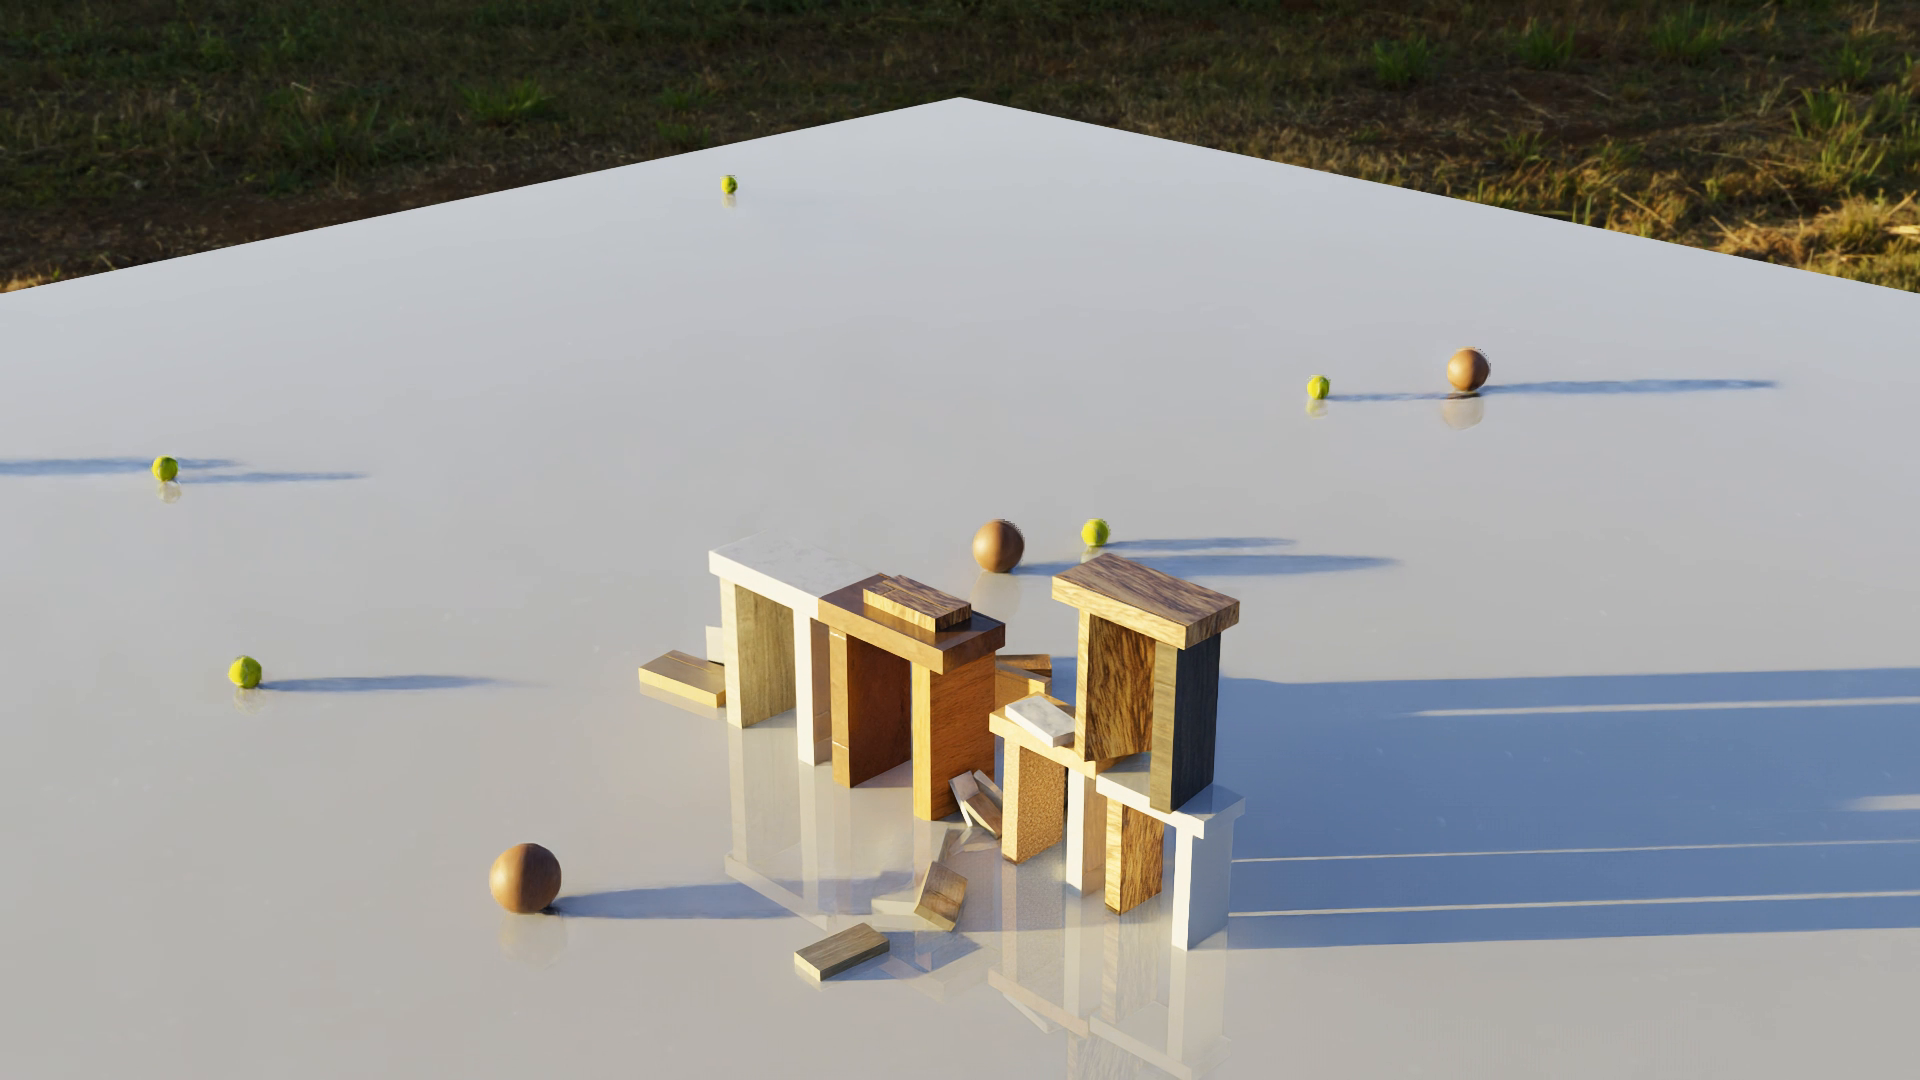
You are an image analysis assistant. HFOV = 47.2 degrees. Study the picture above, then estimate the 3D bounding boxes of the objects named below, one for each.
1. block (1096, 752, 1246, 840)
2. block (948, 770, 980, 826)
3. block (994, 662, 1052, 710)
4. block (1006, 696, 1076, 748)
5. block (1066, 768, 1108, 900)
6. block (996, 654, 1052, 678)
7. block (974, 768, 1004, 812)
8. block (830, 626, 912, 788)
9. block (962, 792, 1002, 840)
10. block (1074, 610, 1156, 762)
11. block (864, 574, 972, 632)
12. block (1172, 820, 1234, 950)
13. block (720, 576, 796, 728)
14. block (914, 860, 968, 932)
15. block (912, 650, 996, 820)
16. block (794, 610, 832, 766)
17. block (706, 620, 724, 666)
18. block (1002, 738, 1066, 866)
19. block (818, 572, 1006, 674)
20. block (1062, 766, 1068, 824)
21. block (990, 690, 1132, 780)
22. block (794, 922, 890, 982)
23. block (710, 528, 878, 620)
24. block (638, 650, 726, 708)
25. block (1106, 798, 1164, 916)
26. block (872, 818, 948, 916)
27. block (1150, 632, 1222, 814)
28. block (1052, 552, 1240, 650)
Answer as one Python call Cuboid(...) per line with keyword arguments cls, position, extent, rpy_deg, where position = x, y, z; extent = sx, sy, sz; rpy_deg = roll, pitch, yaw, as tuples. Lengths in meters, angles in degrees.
Cuboid(cls="block", position=(0.382, 0.462, 3.998), extent=(0.246, 0.035, 0.123), rpy_deg=(20, 30, 39))
Cuboid(cls="block", position=(0.019, 0.520, 4.422), extent=(0.050, 0.101, 0.014), rpy_deg=(-20, -6, -39))
Cuboid(cls="block", position=(0.108, 0.330, 4.851), extent=(0.206, 0.103, 0.029), rpy_deg=(16, 28, 33))
Cuboid(cls="block", position=(0.161, 0.342, 4.142), extent=(0.078, 0.022, 0.156), rpy_deg=(-14, 27, -30))
Cuboid(cls="block", position=(0.263, 0.533, 4.162), extent=(0.038, 0.268, 0.134), rpy_deg=(21, 31, 41))
Cuboid(cls="block", position=(0.128, 0.286, 4.983), extent=(0.154, 0.022, 0.077), rpy_deg=(-1, 23, -2))
Cuboid(cls="block", position=(0.065, 0.511, 4.434), extent=(0.101, 0.050, 0.014), rpy_deg=(43, 63, 14))
Cuboid(cls="block", position=(-0.184, 0.320, 4.554), extent=(0.050, 0.355, 0.177), rpy_deg=(21, 31, 41))
Cuboid(cls="block", position=(0.058, 0.551, 4.388), extent=(0.050, 0.014, 0.101), rpy_deg=(-23, 59, -43))
Cuboid(cls="block", position=(0.291, 0.250, 4.001), extent=(0.152, 0.303, 0.043), rpy_deg=(-8, 25, -19))
Cuboid(cls="block", position=(-0.086, 0.125, 4.392), extent=(0.203, 0.029, 0.102), rpy_deg=(21, 31, 40))
Cuboid(cls="block", position=(0.442, 0.613, 4.003), extent=(0.035, 0.246, 0.123), rpy_deg=(21, 31, 40))
Cuboid(cls="block", position=(-0.431, 0.221, 4.794), extent=(0.174, 0.348, 0.049), rpy_deg=(-20, 30, -39))
Cuboid(cls="block", position=(-0.035, 0.666, 4.119), extent=(0.078, 0.022, 0.156), rpy_deg=(29, 24, -4))
Cuboid(cls="block", position=(-0.011, 0.376, 4.420), extent=(0.177, 0.355, 0.050), rpy_deg=(-20, 30, -39))
Cuboid(cls="block", position=(-0.264, 0.286, 4.641), extent=(0.049, 0.348, 0.174), rpy_deg=(21, 31, 40))
Cuboid(cls="block", position=(-0.462, 0.257, 5.005), extent=(0.233, 0.117, 0.033), rpy_deg=(7, 24, 17))
Cuboid(cls="block", position=(0.144, 0.486, 4.272), extent=(0.038, 0.268, 0.134), rpy_deg=(22, 32, 40))
Cuboid(cls="block", position=(-0.099, 0.164, 4.402), extent=(0.355, 0.050, 0.177), rpy_deg=(21, 31, 40))
Cuboid(cls="block", position=(0.176, 0.483, 4.363), extent=(0.029, 0.203, 0.102), rpy_deg=(21, 31, 40))
Cuboid(cls="block", position=(0.199, 0.367, 4.160), extent=(0.268, 0.038, 0.134), rpy_deg=(21, 31, 40))
Cuboid(cls="block", position=(-0.213, 0.744, 3.979), extent=(0.156, 0.022, 0.078), rpy_deg=(-18, 29, -36))
Cuboid(cls="block", position=(-0.349, 0.070, 4.641), extent=(0.348, 0.049, 0.174), rpy_deg=(21, 31, 40))
Cuboid(cls="block", position=(-0.601, 0.313, 4.981), extent=(0.233, 0.033, 0.117), rpy_deg=(16, 28, 33))
Cuboid(cls="block", position=(0.328, 0.567, 4.110), extent=(0.035, 0.246, 0.123), rpy_deg=(21, 31, 41))
Cuboid(cls="block", position=(-0.094, 0.629, 4.242), extent=(0.102, 0.029, 0.302), rpy_deg=(3, 23, 7))
Cuboid(cls="block", position=(0.399, 0.307, 3.898), extent=(0.043, 0.329, 0.152), rpy_deg=(16, 28, 33))
Cuboid(cls="block", position=(0.327, 0.105, 3.896), extent=(0.303, 0.043, 0.152), rpy_deg=(21, 31, 40))
